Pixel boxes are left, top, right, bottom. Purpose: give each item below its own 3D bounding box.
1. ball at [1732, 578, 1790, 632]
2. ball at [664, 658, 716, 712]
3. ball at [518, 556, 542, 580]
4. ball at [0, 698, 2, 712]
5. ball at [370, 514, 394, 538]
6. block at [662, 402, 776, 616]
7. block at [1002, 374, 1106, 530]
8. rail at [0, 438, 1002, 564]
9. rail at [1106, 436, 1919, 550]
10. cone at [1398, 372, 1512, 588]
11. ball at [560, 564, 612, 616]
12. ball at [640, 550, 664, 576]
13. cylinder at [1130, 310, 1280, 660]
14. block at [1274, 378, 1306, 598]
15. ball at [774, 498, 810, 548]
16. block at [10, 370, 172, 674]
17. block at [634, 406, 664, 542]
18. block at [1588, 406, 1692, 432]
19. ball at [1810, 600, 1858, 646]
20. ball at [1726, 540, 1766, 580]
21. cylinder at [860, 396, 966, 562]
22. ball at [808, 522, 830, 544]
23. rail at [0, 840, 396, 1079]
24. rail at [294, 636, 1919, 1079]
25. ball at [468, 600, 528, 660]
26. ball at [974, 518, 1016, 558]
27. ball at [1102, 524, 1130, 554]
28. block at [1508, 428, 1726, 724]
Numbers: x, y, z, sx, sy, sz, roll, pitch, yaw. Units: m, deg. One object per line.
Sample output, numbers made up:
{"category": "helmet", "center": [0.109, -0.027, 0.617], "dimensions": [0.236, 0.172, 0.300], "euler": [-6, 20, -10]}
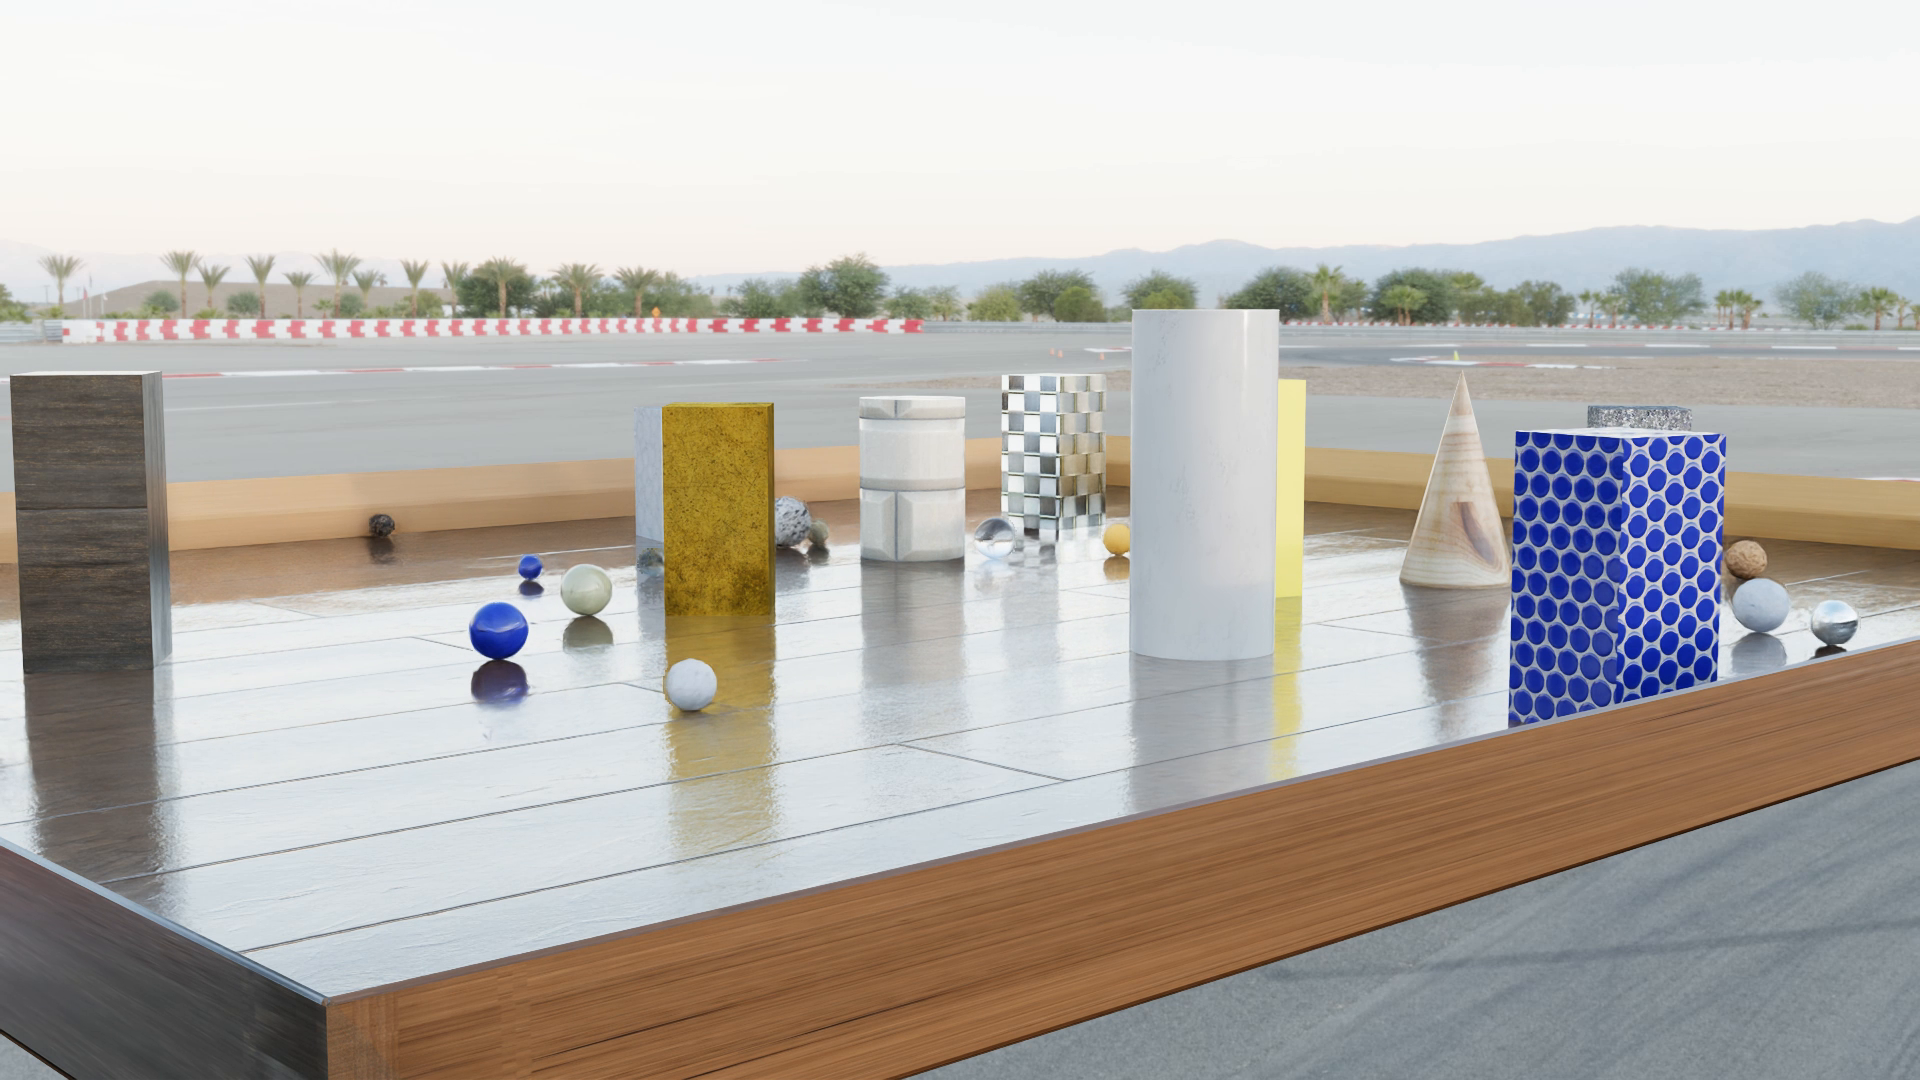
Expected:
{"category": "ball", "center": [1.101, 0.090, 3.025], "dimensions": [0.074, 0.074, 0.074], "euler": [0, 6, 0]}
{"category": "ball", "center": [-0.298, 0.161, 2.435], "dimensions": [0.058, 0.058, 0.058], "euler": [0, 6, 0]}
{"category": "ball", "center": [-0.705, 0.046, 3.601], "dimensions": [0.041, 0.041, 0.041], "euler": [0, 6, 0]}
{"category": "ball", "center": [-1.033, 0.173, 2.291], "dimensions": [0.063, 0.063, 0.063], "euler": [0, 6, 0]}
{"category": "ball", "center": [-1.123, -0.028, 4.274], "dimensions": [0.047, 0.047, 0.047], "euler": [0, 6, 0]}
{"category": "block", "center": [-0.354, -0.049, 3.251], "dimensions": [0.151, 0.302, 0.151], "euler": [0, 6, -1]}
{"category": "block", "center": [0.192, -0.183, 4.498], "dimensions": [0.151, 0.308, 0.151], "euler": [5, 8, 41]}
{"category": "rail", "center": [-1.004, -0.082, 4.414], "dimensions": [3.576, 0.123, 0.045], "euler": [-6, 8, -42]}
{"category": "rail", "center": [1.297, -0.094, 4.522], "dimensions": [0.045, 0.123, 3.008], "euler": [-6, 8, -42]}
{"category": "cone", "center": [0.812, -0.105, 3.572], "dimensions": [0.189, 0.346, 0.189], "euler": [0, 6, 0]}
{"category": "ball", "center": [-0.541, 0.072, 3.184], "dimensions": [0.076, 0.076, 0.076], "euler": [0, 6, 0]}
{"category": "ball", "center": [-0.513, 0.038, 3.660], "dimensions": [0.043, 0.043, 0.043], "euler": [0, 6, 0]}
{"category": "cylinder", "center": [0.316, -0.077, 2.856], "dimensions": [0.189, 0.442, 0.189], "euler": [0, 6, 0]}
{"category": "block", "center": [0.429, -0.083, 3.427], "dimensions": [0.151, 0.334, 0.151], "euler": [-3, 7, -27]}
{"category": "ball", "center": [-0.325, -0.032, 4.085], "dimensions": [0.095, 0.095, 0.095], "euler": [0, 6, 0]}
{"category": "block", "center": [-1.084, -0.027, 2.753], "dimensions": [0.151, 0.364, 0.151], "euler": [-1, 6, -11]}
{"category": "block", "center": [-0.535, -0.132, 4.280], "dimensions": [0.151, 0.251, 0.151], "euler": [-3, 7, -28]}
{"category": "block", "center": [1.175, -0.094, 3.821], "dimensions": [0.151, 0.272, 0.151], "euler": [1, 6, 8]}
{"category": "ball", "center": [1.157, 0.109, 2.910], "dimensions": [0.060, 0.060, 0.060], "euler": [0, 6, 0]}
{"category": "ball", "center": [1.291, 0.033, 3.612], "dimensions": [0.064, 0.064, 0.064], "euler": [0, 6, 0]}
{"category": "cylinder", "center": [-0.085, -0.113, 3.947], "dimensions": [0.189, 0.284, 0.189], "euler": [0, 6, 0]}
{"category": "ball", "center": [-0.268, -0.014, 4.153], "dimensions": [0.044, 0.044, 0.044], "euler": [0, 6, 0]}
{"category": "rail", "center": [-1.297, 0.158, 2.142], "dimensions": [0.045, 0.123, 3.008], "euler": [-6, 8, -42]}
{"category": "rail", "center": [1.004, 0.146, 2.250], "dimensions": [3.576, 0.123, 0.045], "euler": [-6, 8, -42]}
{"category": "ball", "center": [-0.585, 0.114, 2.787], "dimensions": [0.075, 0.075, 0.075], "euler": [0, 6, 0]}
{"category": "ball", "center": [0.062, -0.003, 3.911], "dimensions": [0.073, 0.073, 0.073], "euler": [0, 6, 0]}
{"category": "ball", "center": [0.285, -0.001, 3.971], "dimensions": [0.056, 0.056, 0.056], "euler": [0, 6, 0]}
{"category": "block", "center": [0.699, 0.041, 2.347], "dimensions": [0.151, 0.313, 0.151], "euler": [-4, 7, -30]}
